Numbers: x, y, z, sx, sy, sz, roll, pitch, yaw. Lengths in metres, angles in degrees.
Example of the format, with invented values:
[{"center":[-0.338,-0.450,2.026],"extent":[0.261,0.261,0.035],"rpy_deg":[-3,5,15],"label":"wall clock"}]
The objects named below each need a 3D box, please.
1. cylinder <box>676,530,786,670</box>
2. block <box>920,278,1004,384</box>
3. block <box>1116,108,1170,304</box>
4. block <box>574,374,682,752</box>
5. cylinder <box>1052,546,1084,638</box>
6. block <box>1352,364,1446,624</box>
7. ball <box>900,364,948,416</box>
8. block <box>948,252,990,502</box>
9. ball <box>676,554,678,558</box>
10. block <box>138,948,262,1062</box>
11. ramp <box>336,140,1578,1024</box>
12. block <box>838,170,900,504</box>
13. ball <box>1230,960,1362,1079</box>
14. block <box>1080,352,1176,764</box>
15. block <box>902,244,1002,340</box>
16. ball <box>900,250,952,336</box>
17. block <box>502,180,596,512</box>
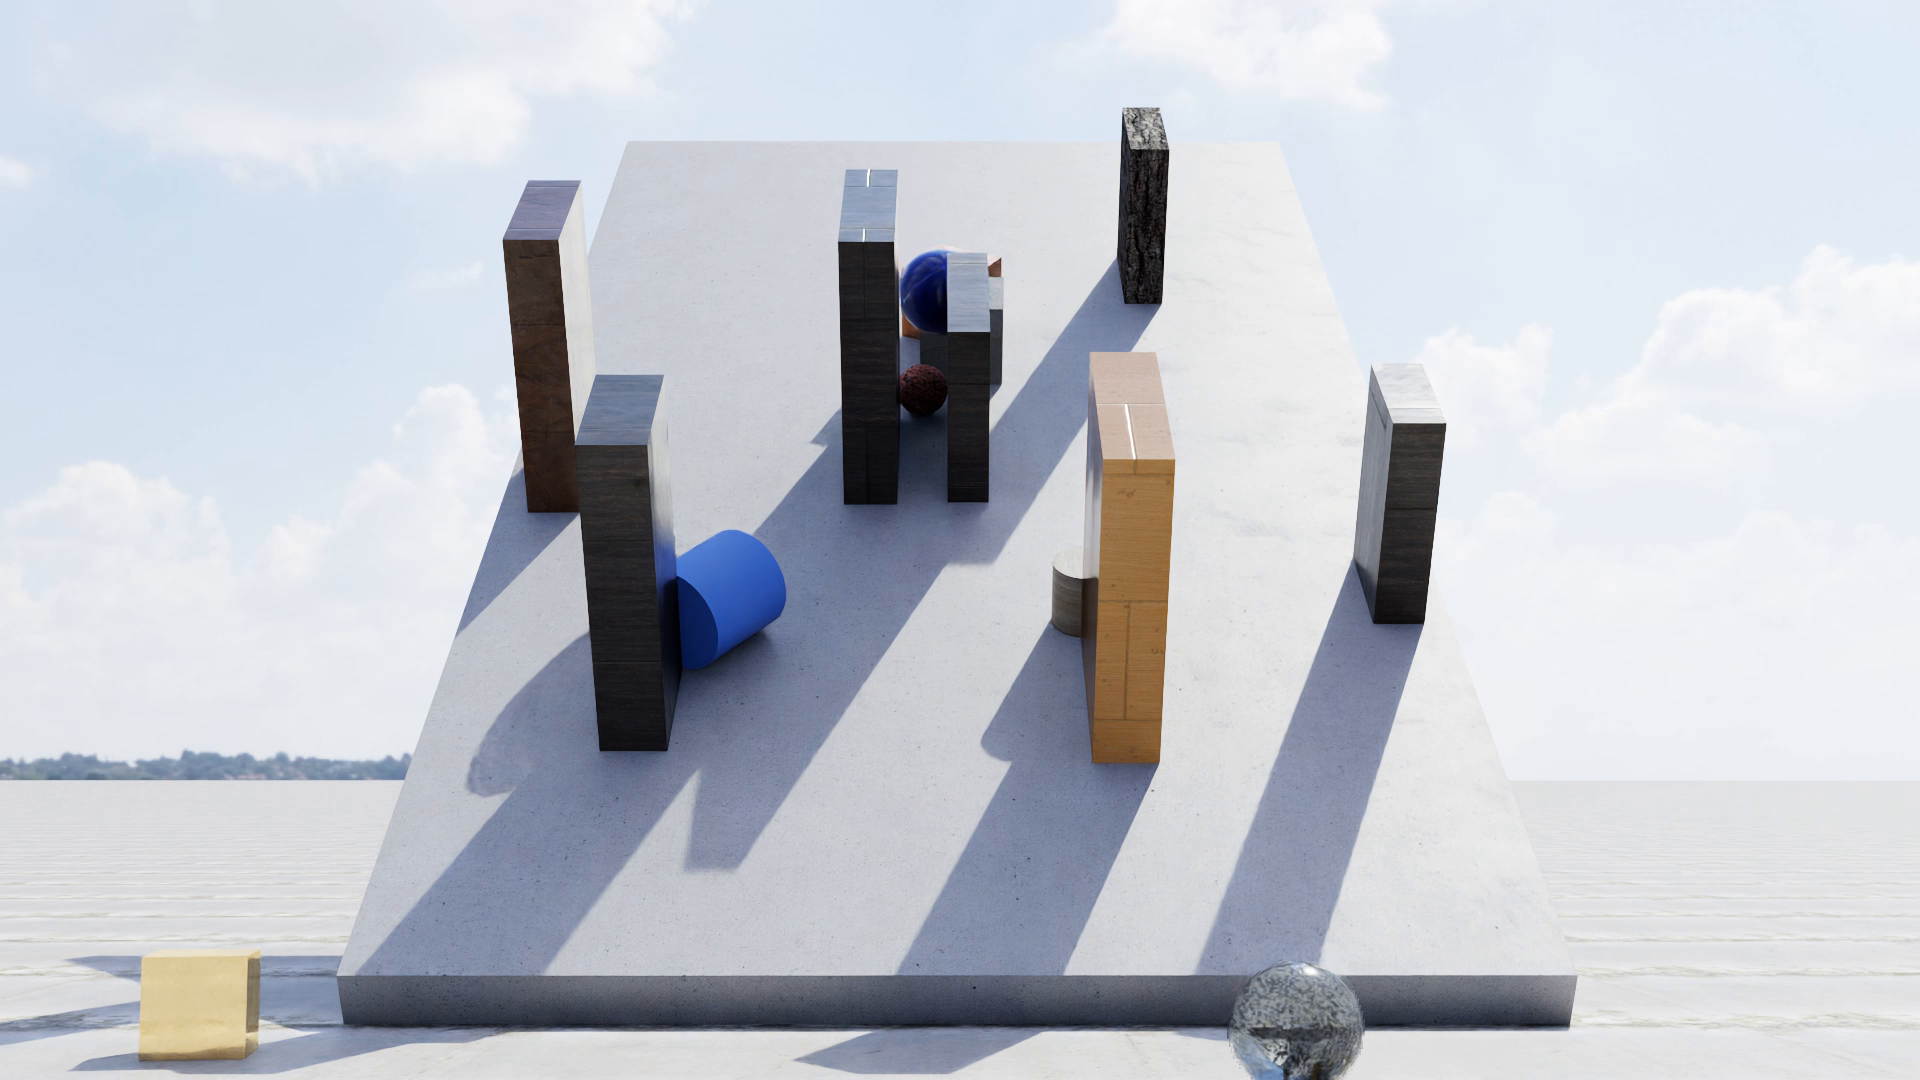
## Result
[{"center":[-0.487,0.115,4.705],"extent":[0.208,0.208,0.208],"rpy_deg":[-5,20,40],"label":"cylinder"},{"center":[0.006,-0.514,5.866],"extent":[0.199,0.199,0.199],"rpy_deg":[1,29,1],"label":"block"},{"center":[0.479,-0.881,6.305],"extent":[0.099,0.423,0.329],"rpy_deg":[0,29,0],"label":"block"},{"center":[-0.602,0.044,4.399],"extent":[0.125,0.631,0.287],"rpy_deg":[0,29,0],"label":"block"},{"center":[0.252,0.104,4.810],"extent":[0.135,0.135,0.135],"rpy_deg":[0,29,0],"label":"cylinder"},{"center":[0.885,-0.095,4.848],"extent":[0.104,0.450,0.277],"rpy_deg":[0,29,0],"label":"block"},{"center":[-0.089,-0.355,5.657],"extent":[0.121,0.121,0.121],"rpy_deg":[0,-6,0],"label":"ball"},{"center":[0.017,-0.370,5.385],"extent":[0.091,0.410,0.445],"rpy_deg":[0,29,0],"label":"block"},{"center":[-0.653,0.070,4.807],"extent":[0.191,0.191,0.191],"rpy_deg":[0,-6,0],"label":"ball"},{"center":[-1.104,0.674,3.488],"extent":[0.146,0.146,0.146],"rpy_deg":[1,-6,-9],"label":"block"},{"center":[-0.012,-0.218,5.638],"extent":[2.000,0.100,4.000],"rpy_deg":[0,29,0],"label":"ramp"},{"center":[-0.197,-0.453,5.319],"extent":[0.117,0.618,0.433],"rpy_deg":[0,29,0],"label":"block"},{"center":[0.427,0.620,3.046],"extent":[0.168,0.168,0.168],"rpy_deg":[0,-6,0],"label":"ball"},{"center":[0.304,0.029,4.439],"extent":[0.124,0.624,0.443],"rpy_deg":[0,29,0],"label":"block"},{"center":[-0.021,-0.616,6.066],"extent":[0.185,0.185,0.185],"rpy_deg":[15,32,25],"label":"block"},{"center":[-0.047,-0.582,5.635],"extent":[0.201,0.201,0.201],"rpy_deg":[0,-6,0],"label":"ball"},{"center":[-0.886,-0.424,5.242],"extent":[0.116,0.636,0.350],"rpy_deg":[0,29,0],"label":"block"}]
